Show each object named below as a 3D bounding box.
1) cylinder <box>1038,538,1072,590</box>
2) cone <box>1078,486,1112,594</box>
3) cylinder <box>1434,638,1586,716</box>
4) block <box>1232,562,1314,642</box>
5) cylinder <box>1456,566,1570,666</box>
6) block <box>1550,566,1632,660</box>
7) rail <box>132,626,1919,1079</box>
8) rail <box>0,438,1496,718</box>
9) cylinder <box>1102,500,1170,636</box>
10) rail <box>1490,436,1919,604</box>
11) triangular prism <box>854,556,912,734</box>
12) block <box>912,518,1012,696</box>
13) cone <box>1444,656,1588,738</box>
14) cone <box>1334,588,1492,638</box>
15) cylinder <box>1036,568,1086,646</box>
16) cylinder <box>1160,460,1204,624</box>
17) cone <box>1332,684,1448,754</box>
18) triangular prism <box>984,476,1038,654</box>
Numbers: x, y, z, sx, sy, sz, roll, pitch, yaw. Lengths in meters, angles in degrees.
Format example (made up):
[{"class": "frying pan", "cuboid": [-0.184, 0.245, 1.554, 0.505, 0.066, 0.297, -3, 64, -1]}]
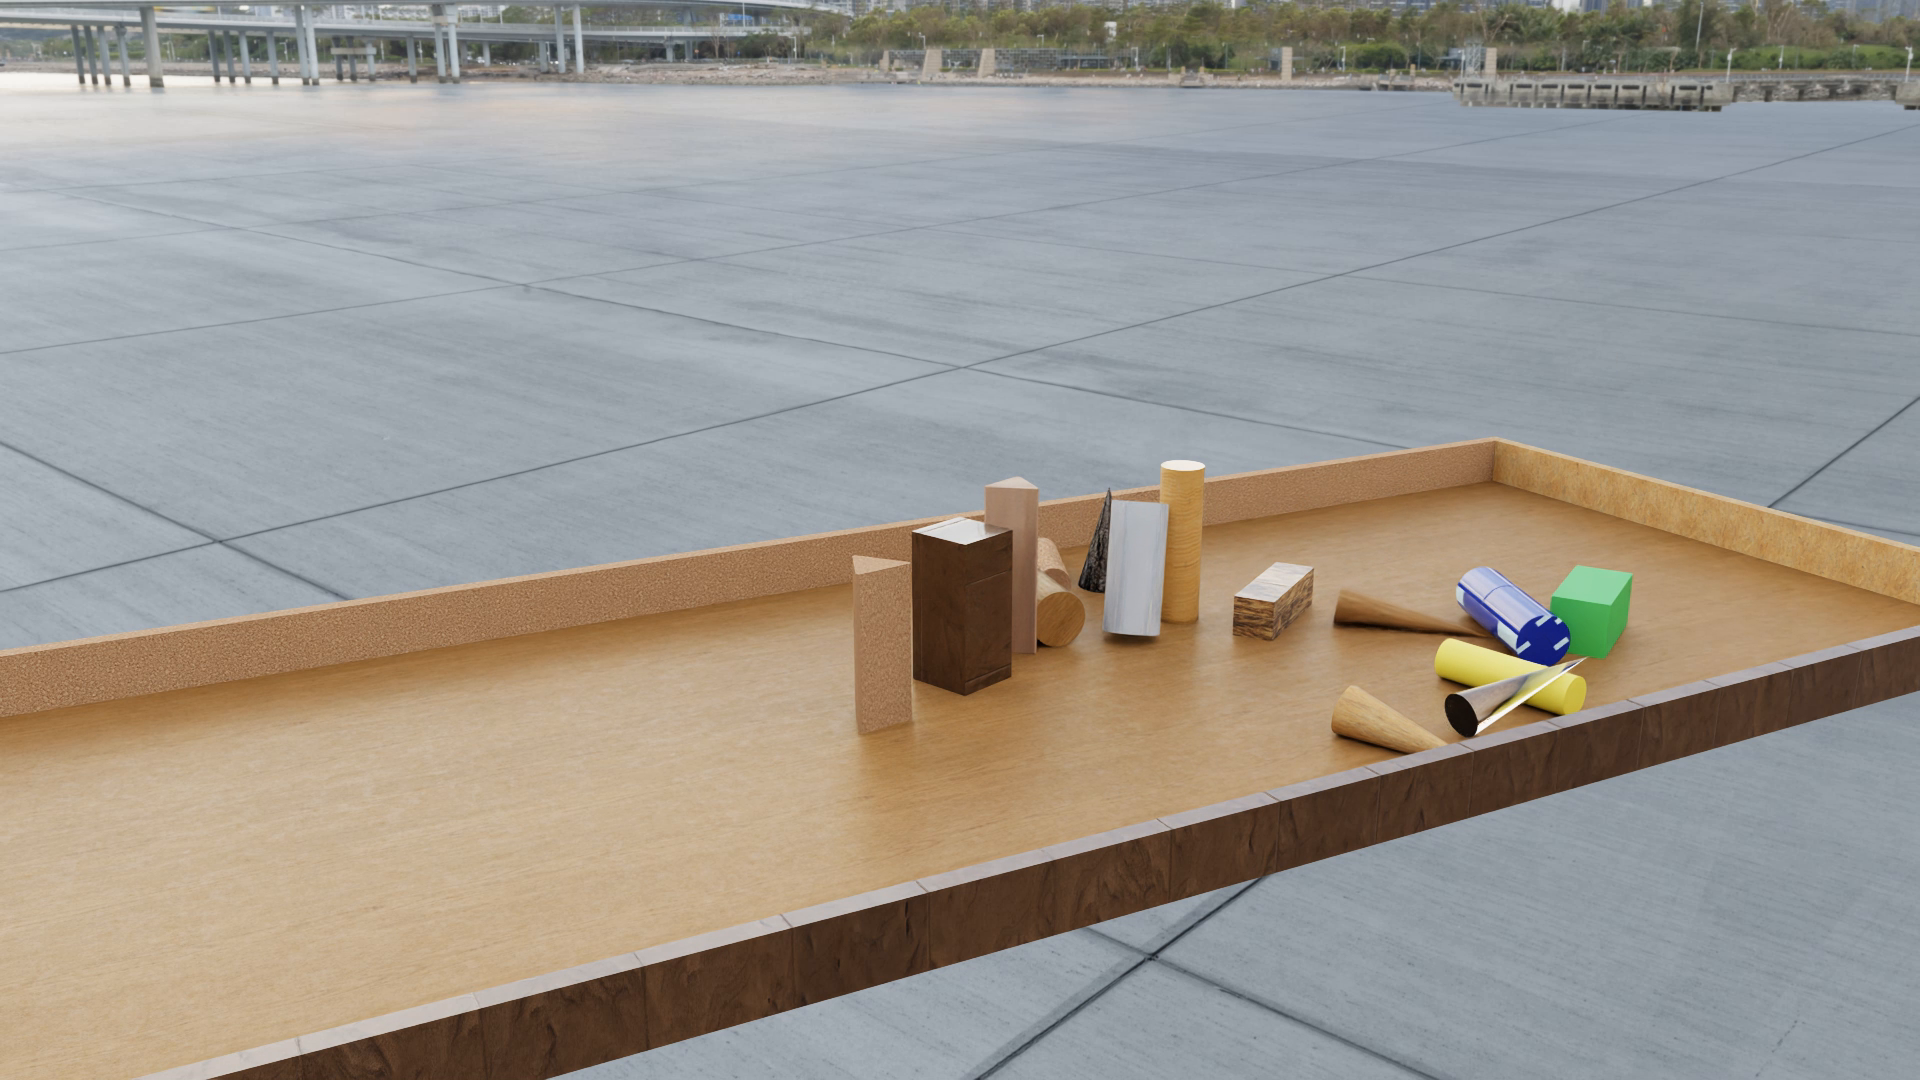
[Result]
[{"class": "cylinder", "cuboid": [0.256, 0.087, 4.873, 0.105, 0.105, 0.317, -1, 16, -4]}, {"class": "cone", "cuboid": [0.436, -0.013, 4.861, 0.170, 0.303, 0.170, 0, 16, 0]}, {"class": "cylinder", "cuboid": [1.342, 0.335, 4.035, 0.102, 0.102, 0.352, -14, 21, -39]}, {"class": "block", "cuboid": [0.874, 0.168, 4.586, 0.112, 0.112, 0.355, 9, 19, 27]}, {"class": "cylinder", "cuboid": [1.475, 0.202, 4.417, 0.143, 0.143, 0.418, -1, 16, -4]}, {"class": "block", "cuboid": [1.698, 0.190, 4.444, 0.148, 0.148, 0.319, 10, 19, 30]}, {"class": "rail", "cuboid": [-2.336, 1.006, 1.665, 12.000, 0.150, 0.050, -9, 18, -27]}, {"class": "rail", "cuboid": [-3.305, 0.497, 3.399, 12.000, 0.150, 0.050, -9, 18, -27]}, {"class": "cylinder", "cuboid": [0.472, 0.073, 4.432, 0.154, 0.352, 0.154, 4, 2, 0]}, {"class": "rail", "cuboid": [2.466, -0.048, 5.253, 0.050, 0.150, 2.100, -9, 18, -27]}, {"class": "triangular prism", "cuboid": [-0.211, 0.236, 3.863, 0.147, 0.387, 0.127, -12, 20, -35]}, {"class": "block", "cuboid": [0.006, 0.162, 4.114, 0.176, 0.388, 0.176, 14, 22, 40]}, {"class": "cone", "cuboid": [1.327, 0.341, 3.868, 0.400, 0.107, 0.107, -20, 23, -22]}, {"class": "cone", "cuboid": [1.245, 0.222, 4.508, 0.424, 0.102, 0.102, 12, 19, 15]}, {"class": "cylinder", "cuboid": [0.199, 0.160, 4.540, 0.153, 0.153, 0.376, -6, 17, -19]}, {"class": "cylinder", "cuboid": [0.607, 0.007, 4.553, 0.119, 0.438, 0.119, 0, 16, 0]}, {"class": "cone", "cuboid": [1.036, 0.456, 3.697, 0.392, 0.122, 0.122, 24, 28, 35]}, {"class": "triangular prism", "cuboid": [0.142, 0.065, 4.339, 0.137, 0.449, 0.119, 3, 17, 10]}]
